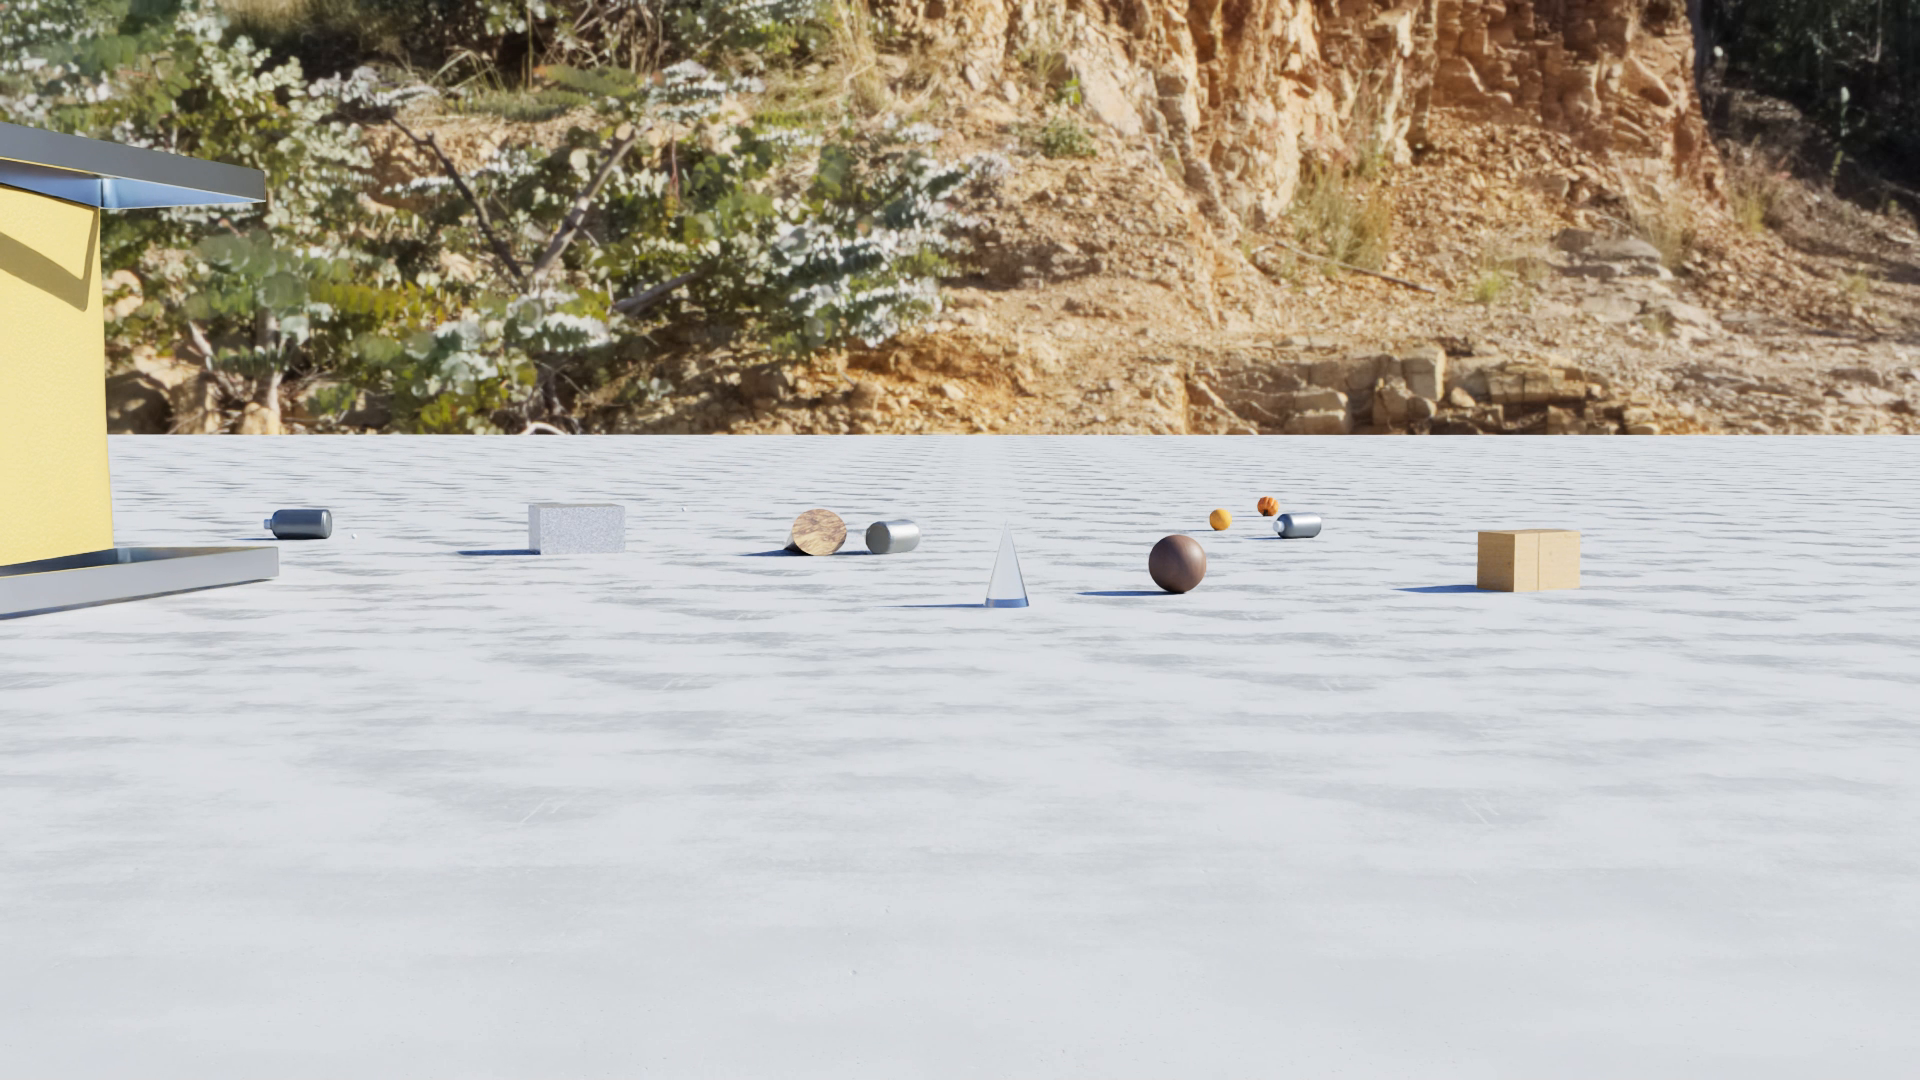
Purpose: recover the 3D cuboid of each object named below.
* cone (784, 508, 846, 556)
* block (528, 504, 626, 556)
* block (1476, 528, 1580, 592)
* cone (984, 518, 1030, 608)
[{"bbox_3d":[-0.438,0.002,6.056,0.161,0.129,0.261,-5,-8,-28],"label":"cone"},{"bbox_3d":[-1.059,-0.032,6.072,0.232,0.128,0.191,-1,4,-21],"label":"block"},{"bbox_3d":[1.282,0.045,4.956,0.209,0.129,0.112,-2,5,-32],"label":"block"},{"bbox_3d":[0.097,0.045,4.561,0.094,0.182,0.111,-1,4,-17],"label":"cone"}]
